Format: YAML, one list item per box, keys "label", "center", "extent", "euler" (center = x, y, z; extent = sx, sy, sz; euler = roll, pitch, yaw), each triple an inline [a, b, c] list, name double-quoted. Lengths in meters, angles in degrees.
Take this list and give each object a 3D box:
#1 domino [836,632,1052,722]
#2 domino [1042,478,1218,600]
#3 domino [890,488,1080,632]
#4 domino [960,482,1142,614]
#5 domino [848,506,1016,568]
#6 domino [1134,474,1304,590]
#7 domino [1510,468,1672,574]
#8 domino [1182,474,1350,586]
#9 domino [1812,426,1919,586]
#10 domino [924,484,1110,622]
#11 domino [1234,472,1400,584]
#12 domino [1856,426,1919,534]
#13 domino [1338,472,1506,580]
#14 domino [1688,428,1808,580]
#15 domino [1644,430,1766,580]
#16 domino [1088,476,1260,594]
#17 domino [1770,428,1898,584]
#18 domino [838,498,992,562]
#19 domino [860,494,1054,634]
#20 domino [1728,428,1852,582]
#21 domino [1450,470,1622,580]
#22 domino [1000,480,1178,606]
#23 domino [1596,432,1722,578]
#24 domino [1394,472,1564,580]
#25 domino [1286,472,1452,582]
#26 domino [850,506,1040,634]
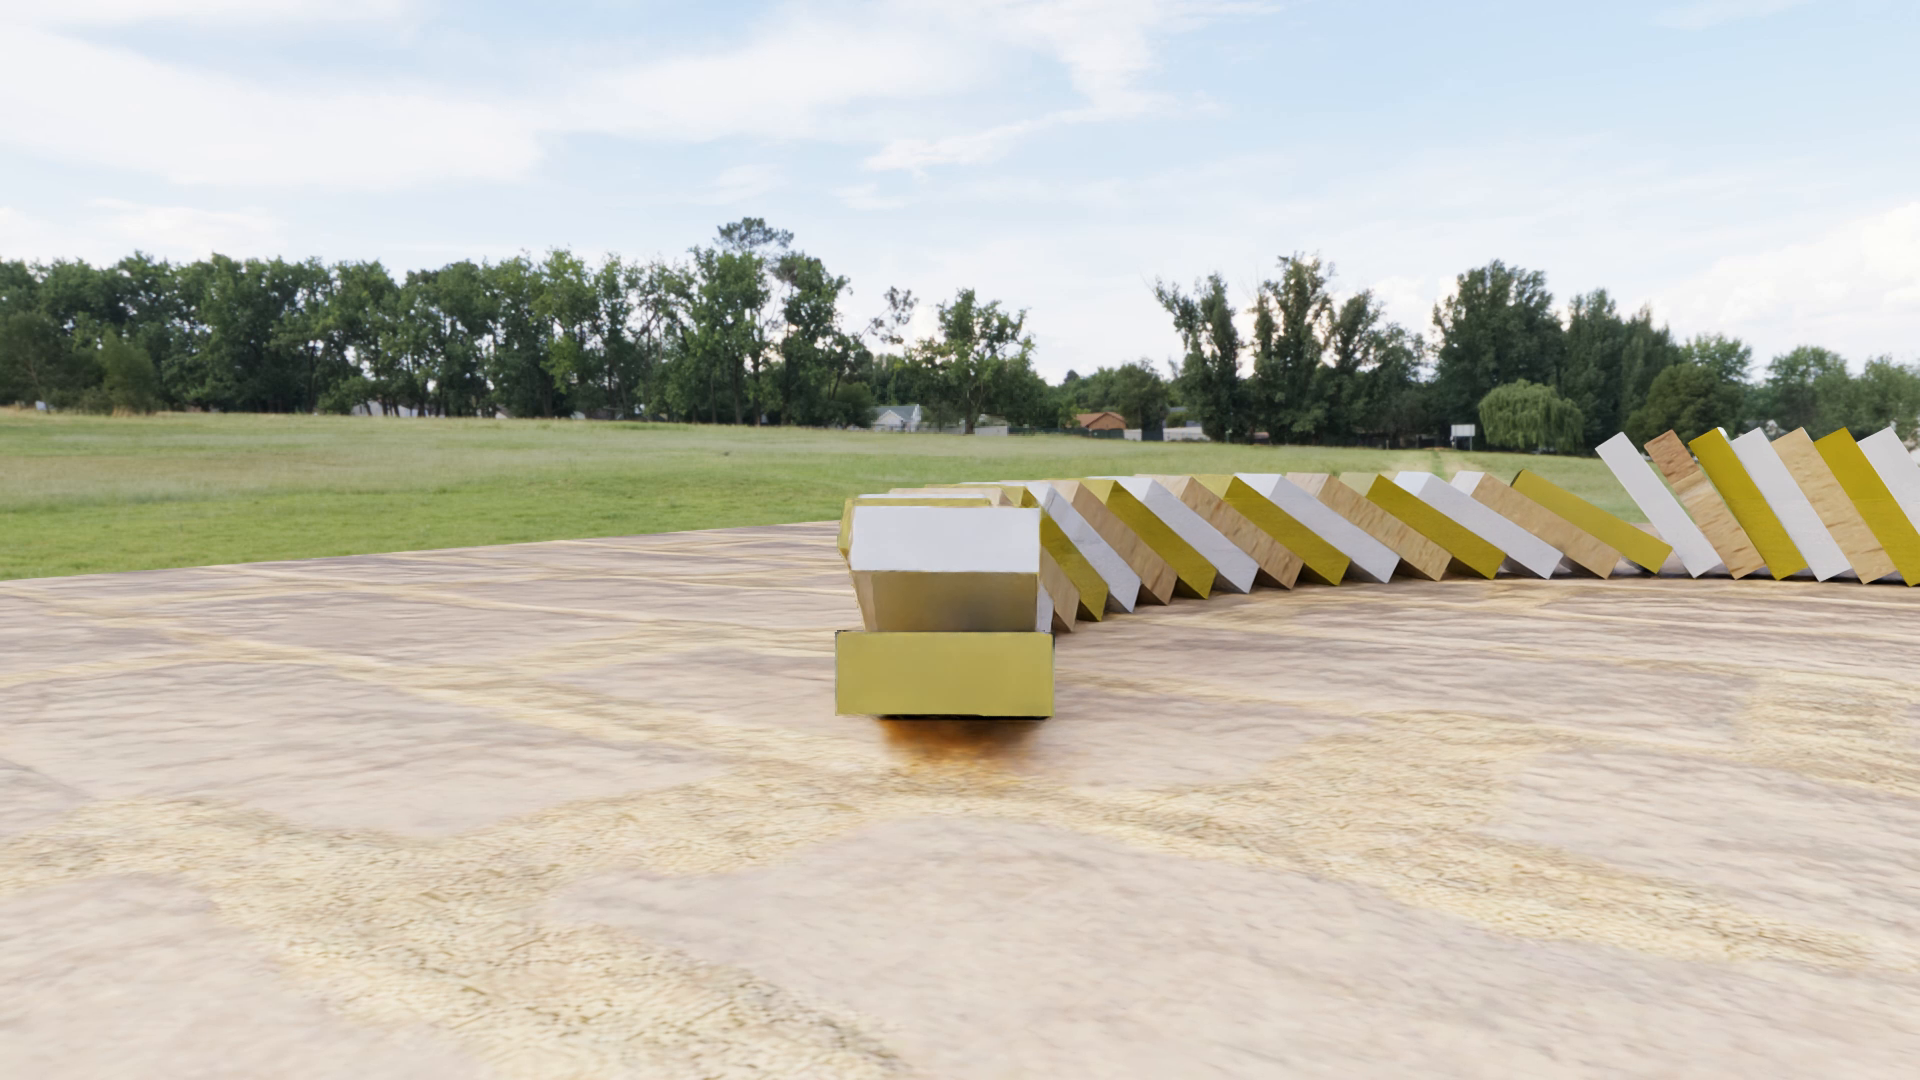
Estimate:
- label: "domino"
  center: [-0.001, 0.019, 0.173]
  extent: [0.025, 0.009, 0.050]
  euler: [0, -9, 2]
- label: "domino"
  center: [0.045, 0.000, 0.346]
  extent: [0.025, 0.009, 0.050]
  euler: [5, -24, 48]
- label: "domino"
  center: [0.006, 0.005, 0.276]
  extent: [0.025, 0.009, 0.050]
  euler: [2, -26, 26]
- label: "domino"
  center: [0.022, 0.002, 0.313]
  extent: [0.025, 0.009, 0.050]
  euler: [3, -25, 37]
- label: "domino"
  center: [-0.002, 0.010, 0.216]
  extent: [0.025, 0.009, 0.050]
  euler: [0, -25, 6]
- label: "domino"
  center: [0.074, -0.002, 0.373]
  extent: [0.050, 0.009, 0.025]
  euler: [33, -12, -28]
- label: "domino"
  center: [0.204, -0.006, 0.420]
  extent: [0.050, 0.009, 0.025]
  euler: [32, 10, 17]
- label: "domino"
  center: [0.090, -0.003, 0.384]
  extent: [0.050, 0.009, 0.025]
  euler: [32, -9, -23]
- label: "domino"
  center: [0.282, -0.011, 0.395]
  extent: [0.009, 0.050, 0.025]
  euler: [-34, -15, 31]
- label: "domino"
  center: [0.013, 0.004, 0.295]
  extent: [0.025, 0.010, 0.050]
  euler: [2, -26, 31]
- label: "domino"
  center: [0.108, -0.004, 0.394]
  extent: [0.050, 0.009, 0.025]
  euler: [31, -6, -19]
- label: "domino"
  center: [0.291, -0.010, 0.389]
  extent: [0.009, 0.050, 0.025]
  euler: [-34, -15, 31]
- label: "domino"
  center: [0.145, -0.005, 0.408]
  extent: [0.050, 0.009, 0.025]
  euler: [30, -1, -10]
- label: "domino"
  center: [0.254, -0.012, 0.412]
  extent: [0.009, 0.050, 0.025]
  euler: [-34, -15, 31]
- label: "domino"
  center: [0.241, -0.012, 0.416]
  extent: [0.009, 0.050, 0.025]
  euler: [-35, -13, 27]
- label: "domino"
  center: [0.059, -0.001, 0.360]
  extent: [0.050, 0.009, 0.025]
  euler: [34, -17, -33]
- label: "domino"
  center: [0.274, -0.011, 0.402]
  extent: [0.010, 0.050, 0.025]
  euler: [-34, -15, 31]
- label: "domino"
  center: [-0.003, 0.008, 0.236]
  extent: [0.025, 0.009, 0.050]
  euler: [0, -26, 13]
- label: "domino"
  center: [0.000, 0.007, 0.257]
  extent: [0.025, 0.010, 0.050]
  euler: [1, -25, 21]
- label: "domino"
  center: [0.264, -0.012, 0.409]
  extent: [0.009, 0.050, 0.025]
  euler: [-34, -15, 31]
- label: "domino"
  center: [0.184, -0.005, 0.415]
  extent: [0.050, 0.009, 0.025]
  euler: [31, 5, 0]
- label: "domino"
  center: [0.032, 0.001, 0.330]
  extent: [0.025, 0.009, 0.050]
  euler: [4, -25, 43]
- label: "domino"
  center: [0.227, -0.012, 0.418]
  extent: [0.009, 0.050, 0.025]
  euler: [-38, -14, 24]
- label: "domino"
  center: [0.164, -0.005, 0.412]
  extent: [0.050, 0.009, 0.025]
  euler: [30, 2, -4]
- label: "domino"
  center: [0.126, -0.004, 0.402]
  extent: [0.050, 0.009, 0.025]
  euler: [30, -4, -15]
- label: "domino"
  center: [-0.001, 0.011, 0.194]
  extent: [0.025, 0.009, 0.050]
  euler: [1, -25, 2]
